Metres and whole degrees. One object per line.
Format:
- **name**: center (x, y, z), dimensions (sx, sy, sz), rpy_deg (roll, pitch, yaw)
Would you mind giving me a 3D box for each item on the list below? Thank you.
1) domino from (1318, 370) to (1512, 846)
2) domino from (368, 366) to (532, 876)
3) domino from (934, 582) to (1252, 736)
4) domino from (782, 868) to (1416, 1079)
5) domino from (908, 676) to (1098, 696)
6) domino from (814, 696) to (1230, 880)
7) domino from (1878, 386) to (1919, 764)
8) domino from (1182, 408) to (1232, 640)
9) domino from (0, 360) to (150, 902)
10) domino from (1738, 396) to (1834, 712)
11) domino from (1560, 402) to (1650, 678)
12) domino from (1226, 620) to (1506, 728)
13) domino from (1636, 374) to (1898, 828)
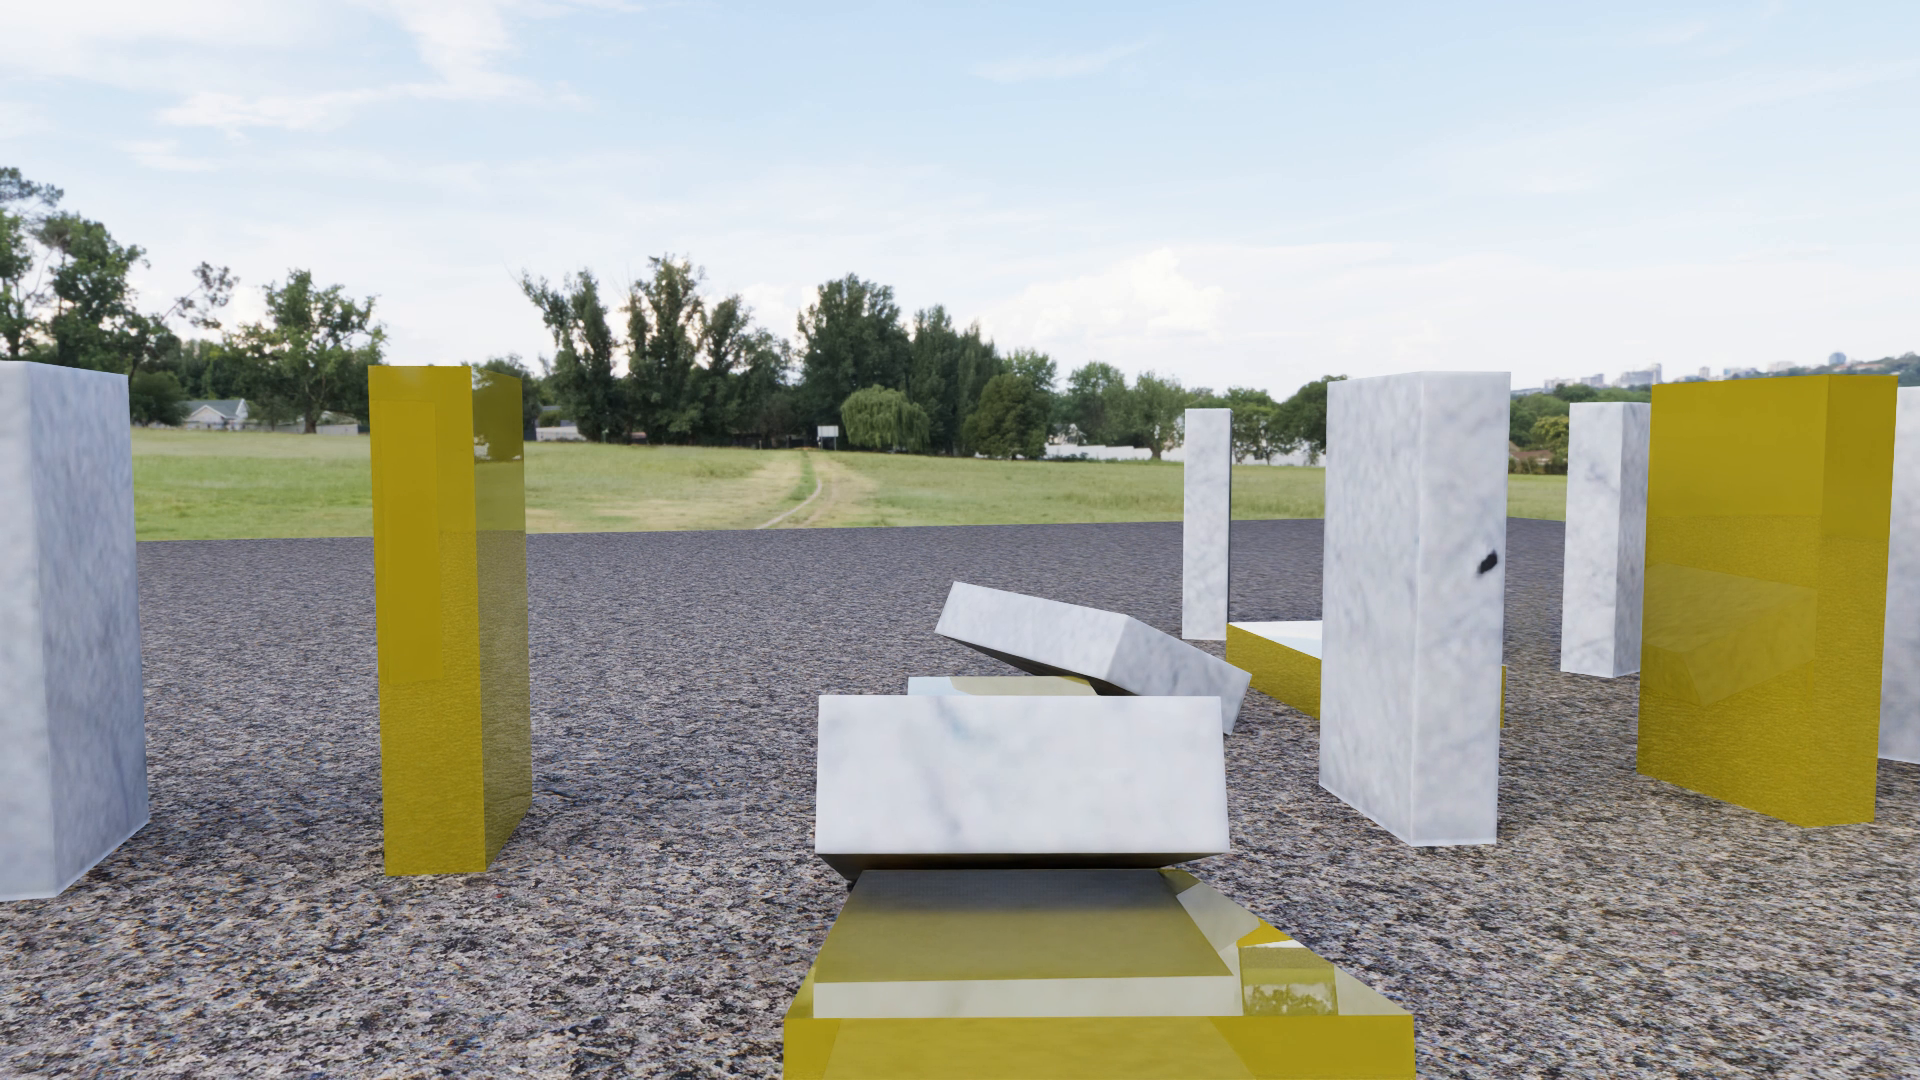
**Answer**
- **domino**: center (0.051, 0.007, 0.147), dimensions (0.009, 0.050, 0.025), rpy_deg (0, 4, -7)
- **domino**: center (-0.054, 0.007, 0.138), dimensions (0.009, 0.050, 0.025), rpy_deg (-1, 4, -8)
- **domino**: center (0.019, 0.018, 0.204), dimensions (0.025, 0.009, 0.050), rpy_deg (25, -8, -28)
- **domino**: center (0.005, 0.027, 0.075), dimensions (0.025, 0.009, 0.050), rpy_deg (0, -8, -1)
- **domino**: center (0.006, 0.026, 0.158), dimensions (0.025, 0.009, 0.050), rpy_deg (0, 4, -2)
- **domino**: center (0.003, 0.021, 0.102), dimensions (0.025, 0.009, 0.050), rpy_deg (0, -17, -3)
- **domino**: center (0.132, 0.005, 0.172), dimensions (0.010, 0.050, 0.025), rpy_deg (-4, 6, -41)
- **domino**: center (0.056, -0.004, 0.290), dimensions (0.009, 0.050, 0.025), rpy_deg (1, 4, 13)
- **domino**: center (-0.093, 0.008, 0.130), dimensions (0.010, 0.050, 0.025), rpy_deg (-1, 4, -15)
- **domino**: center (0.143, 0.002, 0.210), dimensions (0.025, 0.050, 0.009), rpy_deg (-1, 4, -16)
- **domino**: center (0.125, -0.001, 0.243), dimensions (0.025, 0.050, 0.009), rpy_deg (-3, 6, -39)
- **domino**: center (0.065, 0.022, 0.215), dimensions (0.025, 0.010, 0.050), rpy_deg (-1, 4, -9)
- **domino**: center (0.095, 0.006, 0.154), dimensions (0.010, 0.050, 0.025), rpy_deg (-1, 4, -14)
